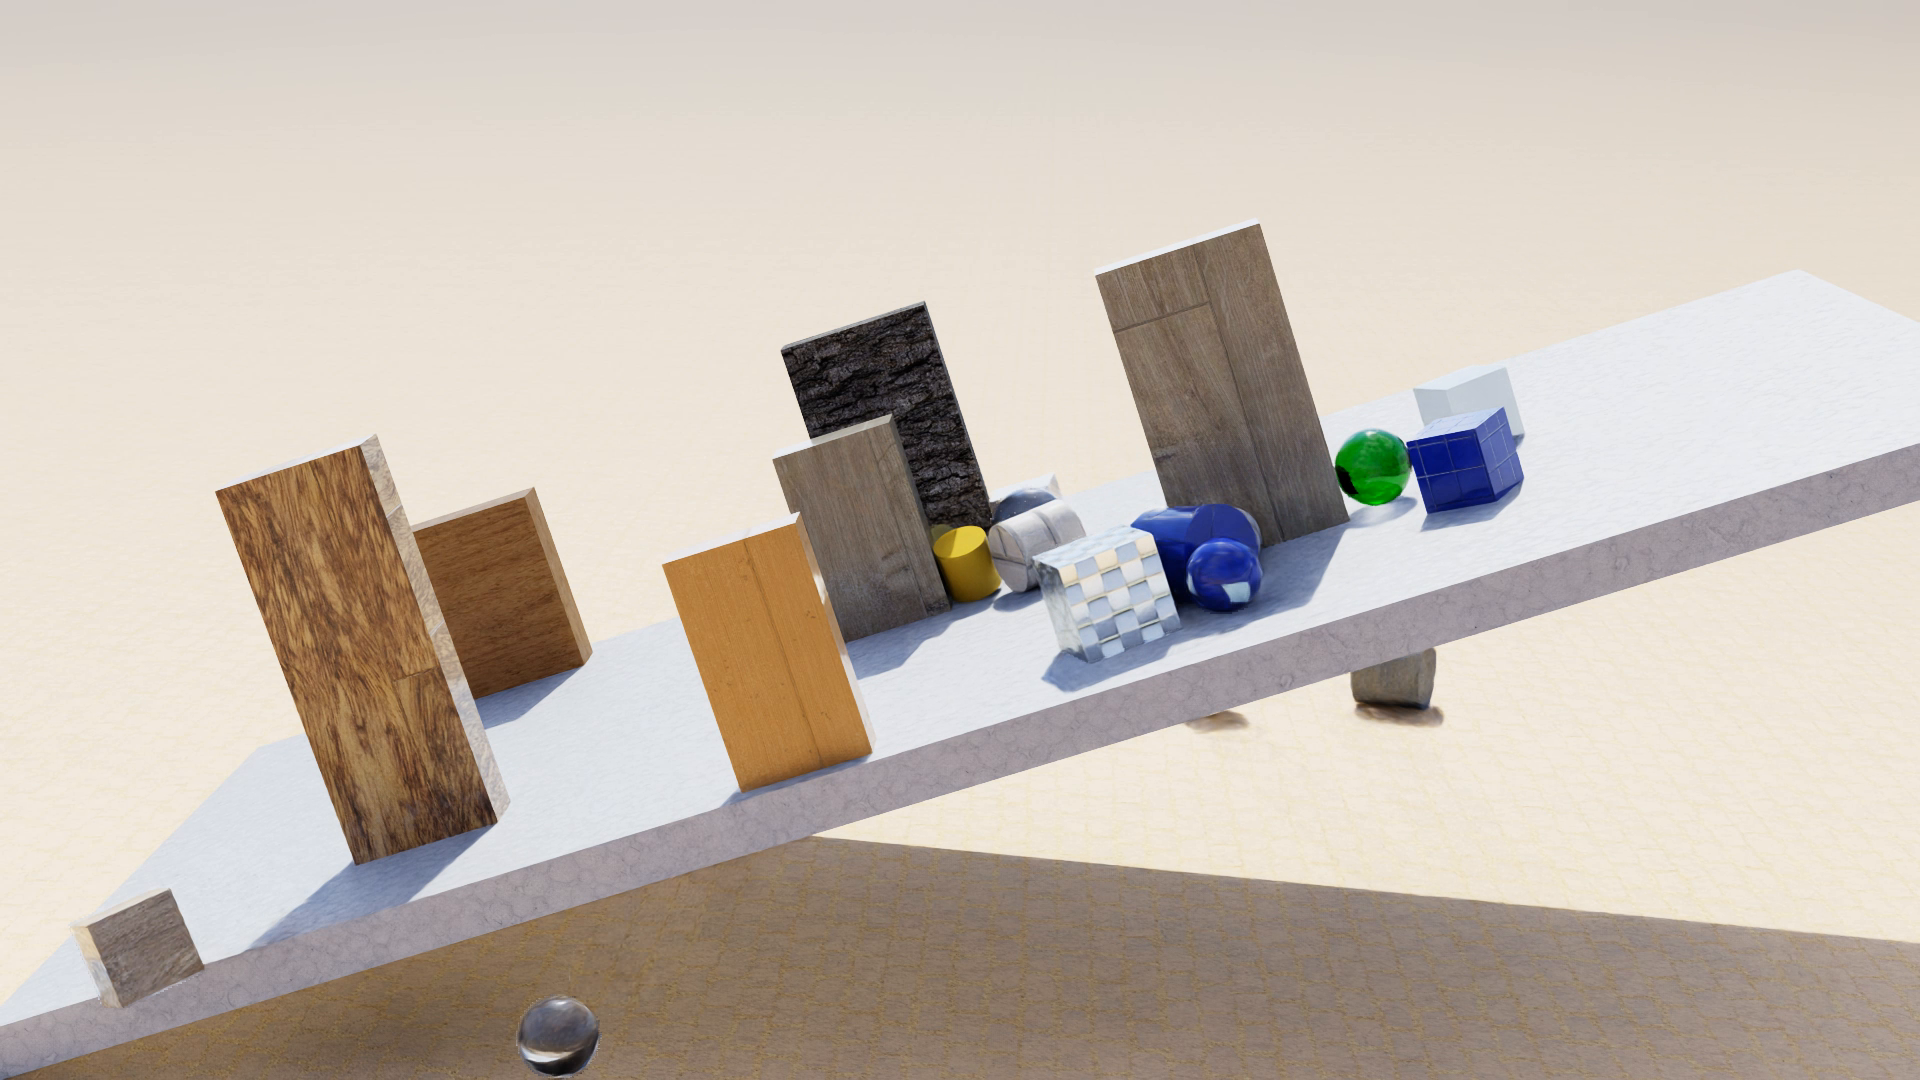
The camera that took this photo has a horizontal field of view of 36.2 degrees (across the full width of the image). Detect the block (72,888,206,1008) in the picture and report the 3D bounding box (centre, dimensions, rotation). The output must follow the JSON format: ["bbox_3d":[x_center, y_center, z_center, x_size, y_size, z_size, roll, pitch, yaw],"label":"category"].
[{"bbox_3d":[-1.501,0.743,5.368,0.160,0.160,0.160,-24,5,-27],"label":"block"}]

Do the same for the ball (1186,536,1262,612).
[{"bbox_3d":[0.499,0.065,5.562,0.144,0.144,0.144,0,12,0],"label":"ball"}]

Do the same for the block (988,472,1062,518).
[{"bbox_3d":[0.163,-0.054,6.761,0.142,0.142,0.142,-16,11,12],"label":"block"}]

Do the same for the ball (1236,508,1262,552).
[{"bbox_3d":[0.537,-0.001,5.877,0.130,0.130,0.130,0,12,0],"label":"ball"}]

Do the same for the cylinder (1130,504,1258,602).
[{"bbox_3d":[0.449,0.027,5.732,0.187,0.187,0.187,-8,3,-35],"label":"cylinder"}]

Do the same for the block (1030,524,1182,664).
[{"bbox_3d":[0.278,0.101,5.617,0.193,0.193,0.193,-20,11,-12],"label":"block"}]

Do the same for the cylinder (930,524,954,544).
[{"bbox_3d":[-0.089,0.052,6.605,0.156,0.156,0.156,-9,3,40],"label":"cylinder"}]

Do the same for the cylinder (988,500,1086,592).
[{"bbox_3d":[0.170,0.013,6.358,0.158,0.158,0.158,-23,20,-23],"label":"cylinder"}]

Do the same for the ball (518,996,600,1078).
[{"bbox_3d":[-0.708,0.877,5.193,0.142,0.142,0.142,0,12,0],"label":"ball"}]

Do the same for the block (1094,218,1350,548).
[{"bbox_3d":[0.535,-0.296,6.004,0.345,0.638,0.113,-17,10,5],"label":"block"}]

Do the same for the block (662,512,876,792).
[{"bbox_3d":[-0.349,0.207,5.419,0.256,0.452,0.105,-17,10,5],"label":"block"}]

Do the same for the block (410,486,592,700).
[{"bbox_3d":[-1.139,0.138,7.172,0.346,0.436,0.134,-17,10,5],"label":"block"}]

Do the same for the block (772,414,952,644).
[{"bbox_3d":[-0.210,-0.022,6.421,0.266,0.434,0.120,-17,10,5],"label":"block"}]

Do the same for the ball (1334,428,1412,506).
[{"bbox_3d":[0.848,-0.150,6.041,0.159,0.159,0.159,0,12,0],"label":"ball"}]

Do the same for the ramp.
[{"bbox_3d":[0.101,0.183,6.310,4.000,0.100,2.000,-17,10,5],"label":"ramp"}]

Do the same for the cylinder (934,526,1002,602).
[{"bbox_3d":[0.017,0.053,6.428,0.120,0.120,0.120,-15,30,9],"label":"cylinder"}]

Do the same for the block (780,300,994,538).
[{"bbox_3d":[-0.148,-0.198,6.718,0.340,0.617,0.083,-17,10,5],"label":"block"}]

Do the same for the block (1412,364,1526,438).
[{"bbox_3d":[1.091,-0.278,6.311,0.151,0.151,0.151,-21,11,-16],"label":"block"}]

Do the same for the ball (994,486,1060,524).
[{"bbox_3d":[0.159,-0.036,6.601,0.169,0.169,0.169,0,12,0],"label":"ball"}]

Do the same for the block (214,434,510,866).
[{"bbox_3d":[-1.177,0.218,5.828,0.302,0.795,0.139,-17,10,5],"label":"block"}]

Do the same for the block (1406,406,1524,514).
[{"bbox_3d":[1.004,-0.159,5.840,0.152,0.152,0.152,-11,13,35],"label":"block"}]

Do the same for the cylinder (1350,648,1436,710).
[{"bbox_3d":[1.213,0.368,8.228,0.192,0.192,0.192,5,13,23],"label":"cylinder"}]
